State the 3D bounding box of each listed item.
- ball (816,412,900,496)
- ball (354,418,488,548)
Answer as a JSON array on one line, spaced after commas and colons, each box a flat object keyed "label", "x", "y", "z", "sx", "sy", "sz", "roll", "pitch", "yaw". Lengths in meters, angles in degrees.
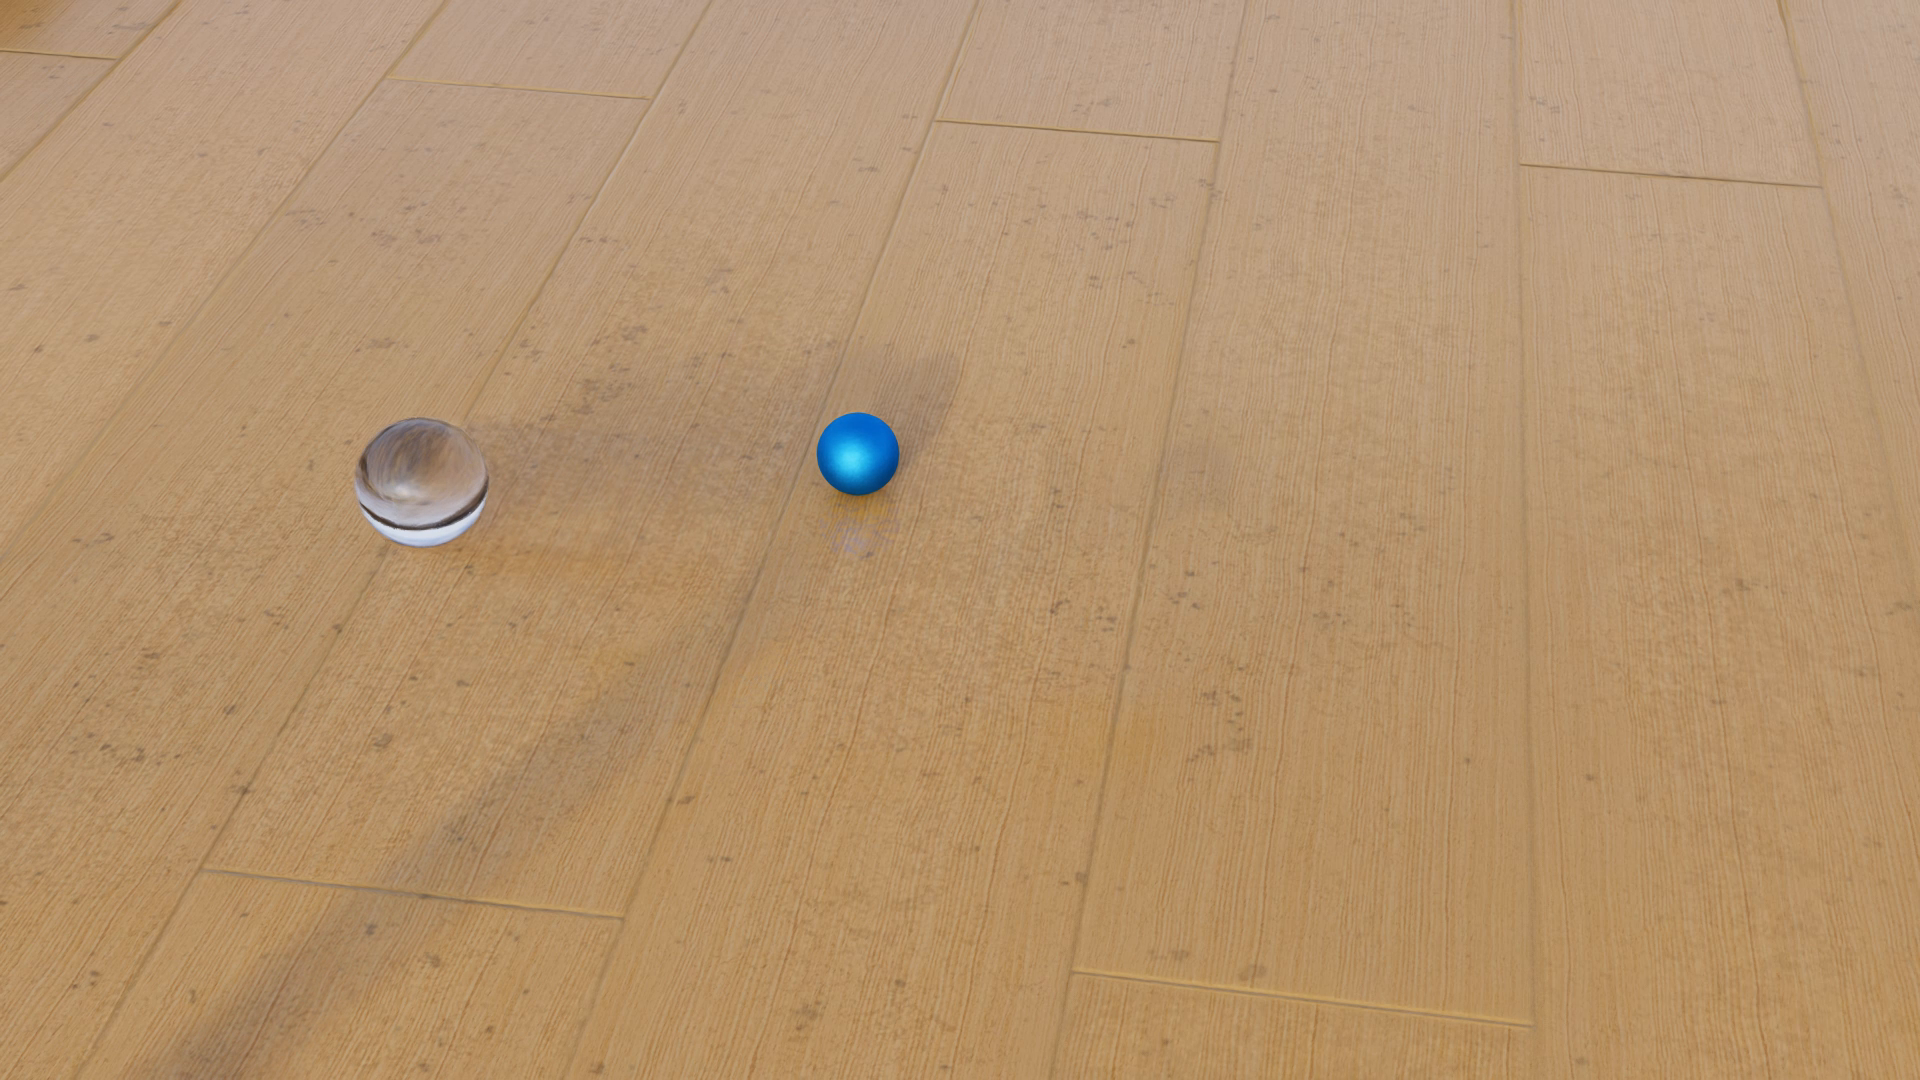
[{"label": "ball", "x": -0.070, "y": -0.059, "z": 1.757, "sx": 0.057, "sy": 0.057, "sz": 0.057, "roll": 0, "pitch": 36, "yaw": 0}, {"label": "ball", "x": -0.357, "y": -0.038, "z": 1.703, "sx": 0.087, "sy": 0.087, "sz": 0.087, "roll": 0, "pitch": 36, "yaw": 0}]
